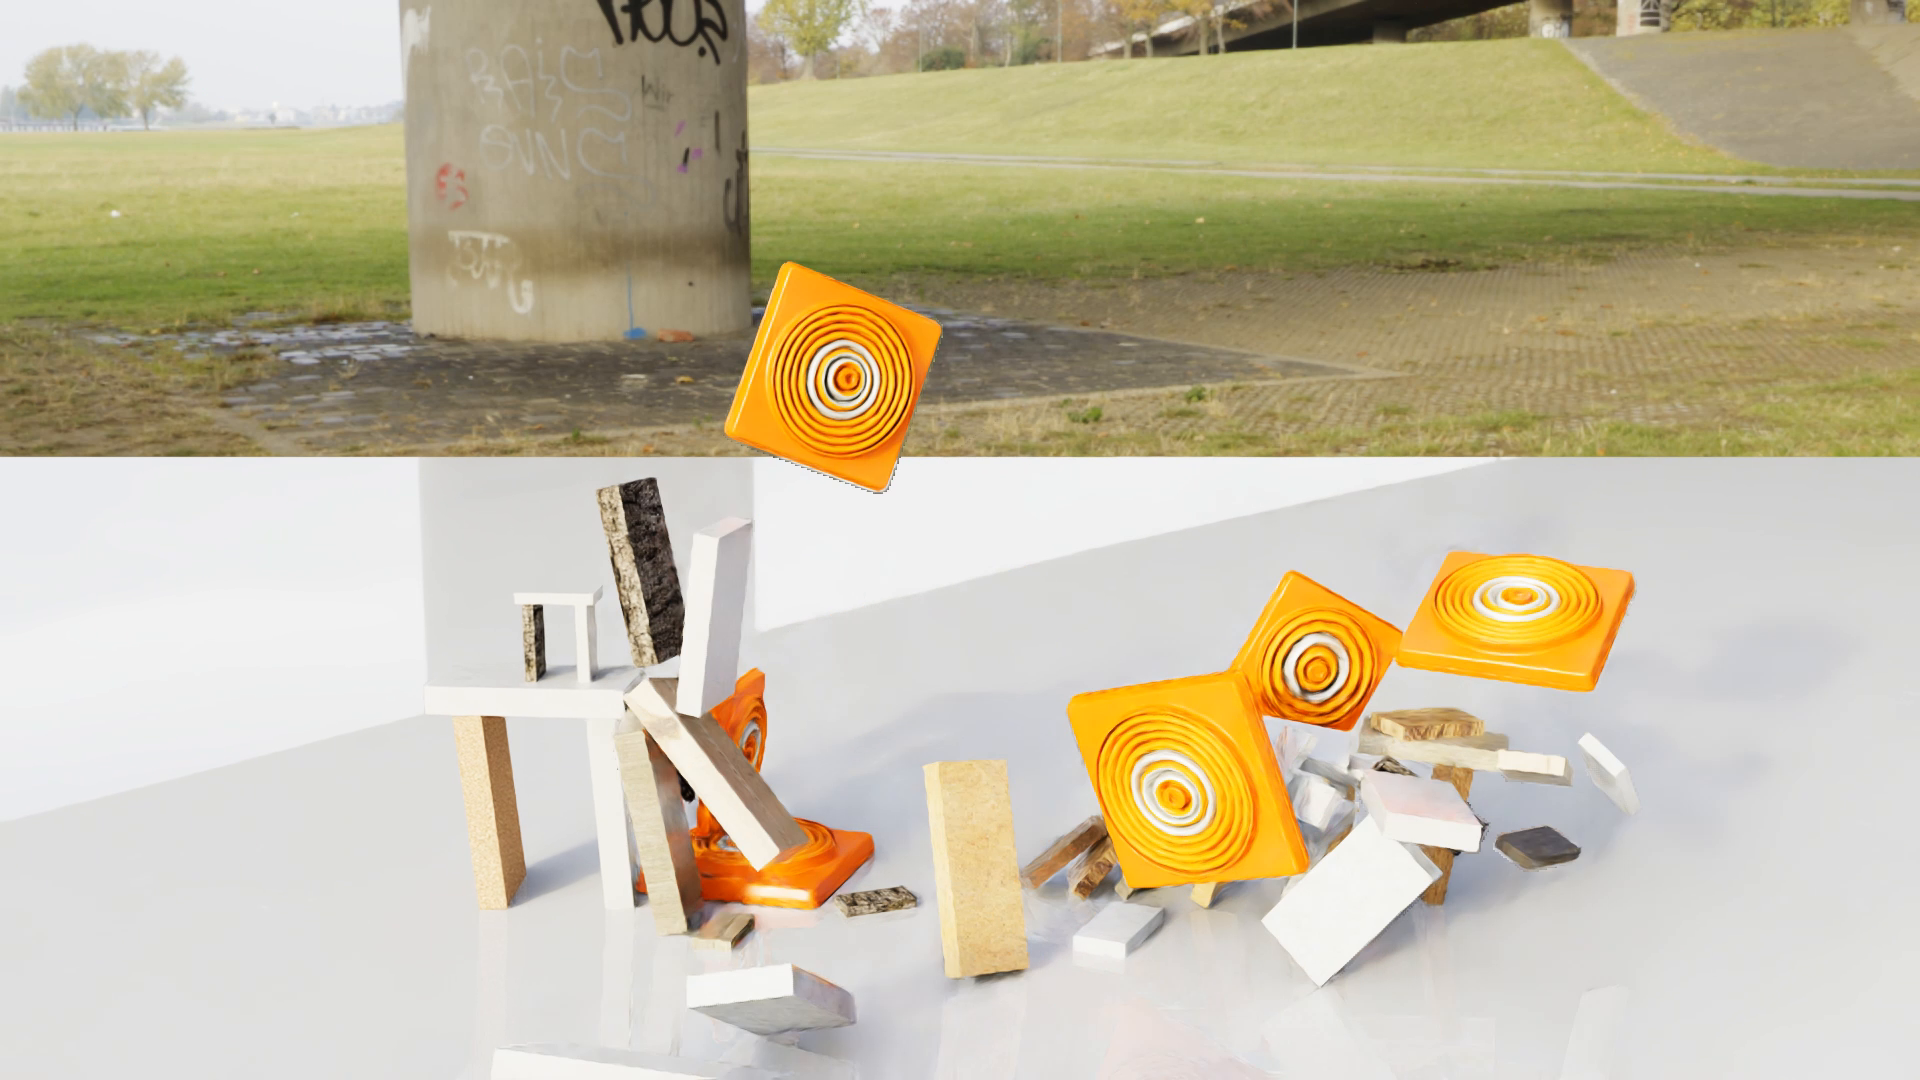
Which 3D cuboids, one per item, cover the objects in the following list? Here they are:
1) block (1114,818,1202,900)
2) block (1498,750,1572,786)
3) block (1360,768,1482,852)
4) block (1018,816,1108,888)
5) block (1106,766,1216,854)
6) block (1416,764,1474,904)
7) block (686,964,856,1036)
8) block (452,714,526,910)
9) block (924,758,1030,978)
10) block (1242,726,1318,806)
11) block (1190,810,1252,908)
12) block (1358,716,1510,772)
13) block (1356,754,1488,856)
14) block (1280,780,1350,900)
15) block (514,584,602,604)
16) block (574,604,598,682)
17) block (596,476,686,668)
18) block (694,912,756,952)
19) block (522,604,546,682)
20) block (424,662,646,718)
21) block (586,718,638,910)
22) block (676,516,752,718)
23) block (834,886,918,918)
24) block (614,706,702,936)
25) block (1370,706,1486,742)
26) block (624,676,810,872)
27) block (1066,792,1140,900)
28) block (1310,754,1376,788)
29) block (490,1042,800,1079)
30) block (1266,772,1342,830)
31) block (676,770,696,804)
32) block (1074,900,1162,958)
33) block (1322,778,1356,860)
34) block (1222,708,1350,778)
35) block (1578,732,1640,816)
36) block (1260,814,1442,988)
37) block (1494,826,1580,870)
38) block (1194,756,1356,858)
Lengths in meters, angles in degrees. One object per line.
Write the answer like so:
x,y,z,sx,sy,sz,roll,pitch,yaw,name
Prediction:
0.333,0.511,3.636,0.026,0.185,0.092,43,30,21,block
0.887,0.352,3.388,0.096,0.027,0.193,5,-9,20,block
0.654,0.384,3.139,0.130,0.037,0.260,8,8,2,block
0.173,0.522,3.679,0.171,0.024,0.086,-35,2,-17,block
0.332,0.434,3.546,0.184,0.026,0.092,-29,37,-35,block
0.798,0.471,3.650,0.034,0.238,0.119,10,10,-2,block
-0.248,0.619,2.950,0.143,0.040,0.285,-9,-21,12,block
-0.778,0.428,3.643,0.046,0.325,0.162,-5,10,1,block
0.025,0.492,3.310,0.130,0.317,0.037,2,-13,-38,block
0.486,0.344,3.344,0.018,0.124,0.062,43,-15,-28,block
0.438,0.485,3.567,0.032,0.225,0.113,29,44,19,block
0.781,0.336,3.622,0.238,0.034,0.119,7,11,14,block
0.701,0.404,3.340,0.184,0.085,0.024,35,57,3,block
0.573,0.488,3.552,0.032,0.225,0.112,21,53,8,block
-0.651,0.089,3.566,0.129,0.018,0.064,1,11,3,block
-0.607,0.162,3.577,0.018,0.129,0.064,0,10,3,block
-0.499,0.049,3.492,0.040,0.285,0.143,-11,4,17,block
-0.371,0.618,3.472,0.061,0.017,0.122,2,11,13,block
-0.694,0.161,3.581,0.018,0.129,0.064,0,10,4,block
-0.692,0.246,3.603,0.325,0.046,0.162,1,11,4,block
-0.575,0.429,3.641,0.046,0.325,0.162,-5,11,-5,block
-0.381,0.118,3.416,0.040,0.285,0.143,11,14,14,block
-0.138,0.593,3.607,0.121,0.017,0.061,-4,11,-22,block
-0.481,0.440,3.515,0.048,0.338,0.169,-9,14,4,block
0.772,0.303,3.631,0.169,0.024,0.085,-1,13,-27,block
-0.378,0.361,3.442,0.048,0.338,0.169,-41,-9,8,block
0.251,0.510,3.667,0.026,0.184,0.092,39,6,-9,block
0.597,0.359,3.514,0.193,0.027,0.096,16,9,17,block
-0.390,0.672,2.732,0.338,0.048,0.169,3,-8,19,block
0.514,0.388,3.319,0.018,0.062,0.124,31,-7,-38,block
-0.496,0.390,3.654,0.122,0.017,0.061,30,15,-16,block
0.251,0.614,3.472,0.086,0.024,0.171,5,12,24,block
0.624,0.472,3.650,0.034,0.238,0.119,2,10,-1,block
0.517,0.321,3.475,0.193,0.027,0.096,11,28,7,block
1.054,0.381,3.568,0.085,0.024,0.169,48,-2,37,block
0.574,0.526,3.236,0.130,0.260,0.037,49,30,18,block
0.825,0.439,3.141,0.124,0.018,0.062,-2,29,-42,block
0.494,0.409,3.449,0.225,0.032,0.113,25,43,32,block
